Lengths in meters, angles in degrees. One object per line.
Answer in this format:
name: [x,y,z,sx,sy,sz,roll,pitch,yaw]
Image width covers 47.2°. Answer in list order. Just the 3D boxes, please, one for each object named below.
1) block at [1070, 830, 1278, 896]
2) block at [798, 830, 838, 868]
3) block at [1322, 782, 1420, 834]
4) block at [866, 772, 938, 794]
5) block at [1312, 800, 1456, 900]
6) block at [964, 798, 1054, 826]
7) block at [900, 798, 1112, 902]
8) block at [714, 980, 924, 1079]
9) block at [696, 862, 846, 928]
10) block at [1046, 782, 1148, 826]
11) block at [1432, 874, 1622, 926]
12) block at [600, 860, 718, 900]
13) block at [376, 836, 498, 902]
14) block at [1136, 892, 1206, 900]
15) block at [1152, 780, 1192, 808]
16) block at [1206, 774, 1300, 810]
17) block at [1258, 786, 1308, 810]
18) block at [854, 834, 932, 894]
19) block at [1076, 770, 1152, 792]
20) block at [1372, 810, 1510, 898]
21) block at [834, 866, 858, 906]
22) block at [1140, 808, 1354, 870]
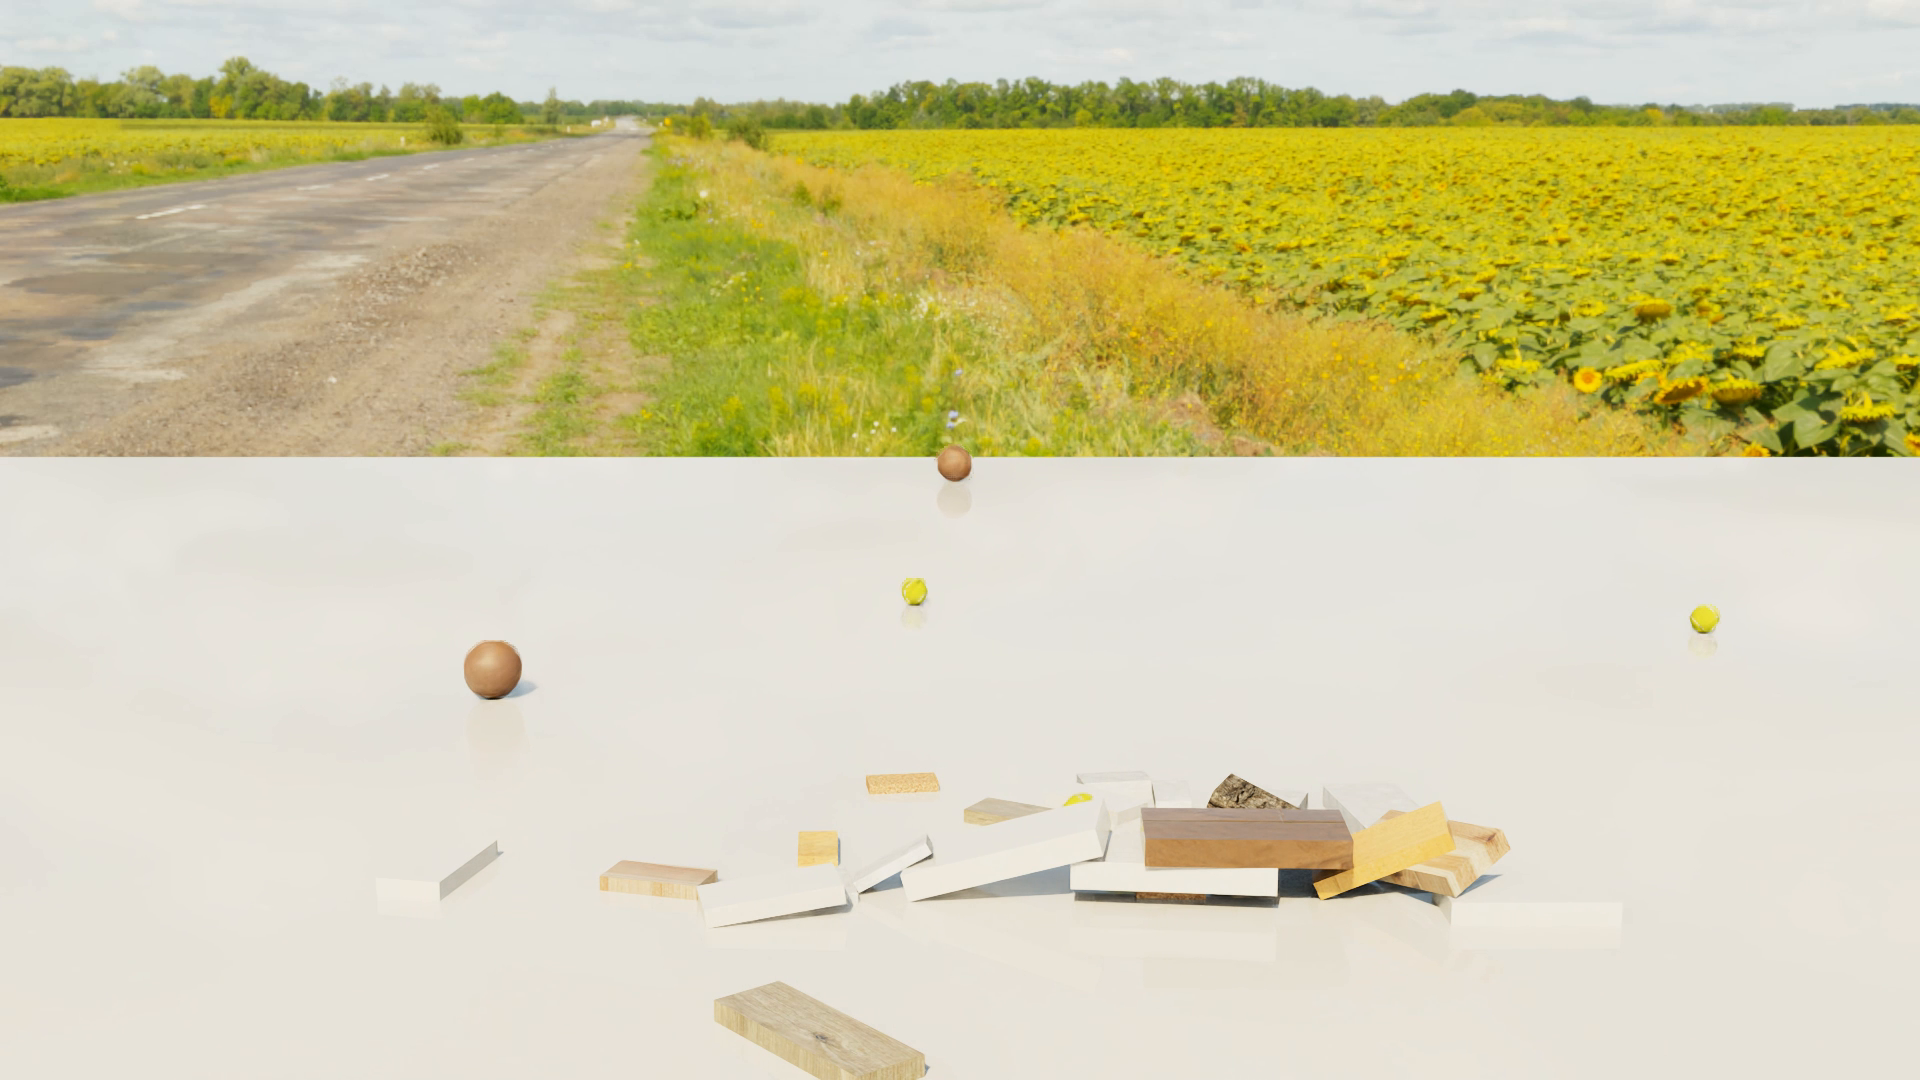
block: [0.356,0.535,3.656,0.335,0.047,0.167,1,11,6]
block: [-0.250,0.543,3.869,0.069,0.020,0.139,-1,11,-3]
block: [0.778,0.515,3.966,0.137,0.039,0.391,-1,11,-8]
block: [-0.112,0.471,4.257,0.134,0.019,0.067,-2,11,-8]
block: [0.701,0.516,3.662,0.237,0.034,0.118,-23,15,13]
block: [0.105,0.509,4.038,0.176,0.025,0.088,6,12,30]
block: [0.079,0.516,3.674,0.335,0.047,0.167,-15,9,11]
block: [-0.199,0.689,3.048,0.114,0.032,0.339,-9,14,-39]
block: [-0.308,0.578,3.581,0.228,0.032,0.114,-8,12,-11]
block: [0.256,0.494,4.119,0.176,0.025,0.088,10,15,43]
block: [0.922,0.586,3.584,0.274,0.039,0.137,0,11,-1]
block: [-0.506,0.572,3.699,0.176,0.025,0.088,3,11,16]
block: [-0.890,0.558,3.751,0.114,0.032,0.228,2,11,12]
block: [0.351,0.582,3.670,0.114,0.016,0.057,0,11,2]
block: [0.401,0.486,4.179,0.067,0.019,0.134,0,11,2]
block: [0.560,0.494,3.860,0.237,0.034,0.118,27,19,16]
block: [0.558,0.505,4.036,0.118,0.034,0.237,4,11,19]
block: [-0.112,0.541,3.686,0.139,0.020,0.069,-29,6,4]
block: [0.299,0.469,4.267,0.134,0.019,0.067,-2,11,-9]
block: [0.771,0.520,3.671,0.137,0.039,0.274,-34,17,-25]
block: [-0.216,0.579,3.675,0.069,0.020,0.139,-2,11,-12]
block: [0.469,0.492,3.632,0.335,0.047,0.167,0,10,2]
